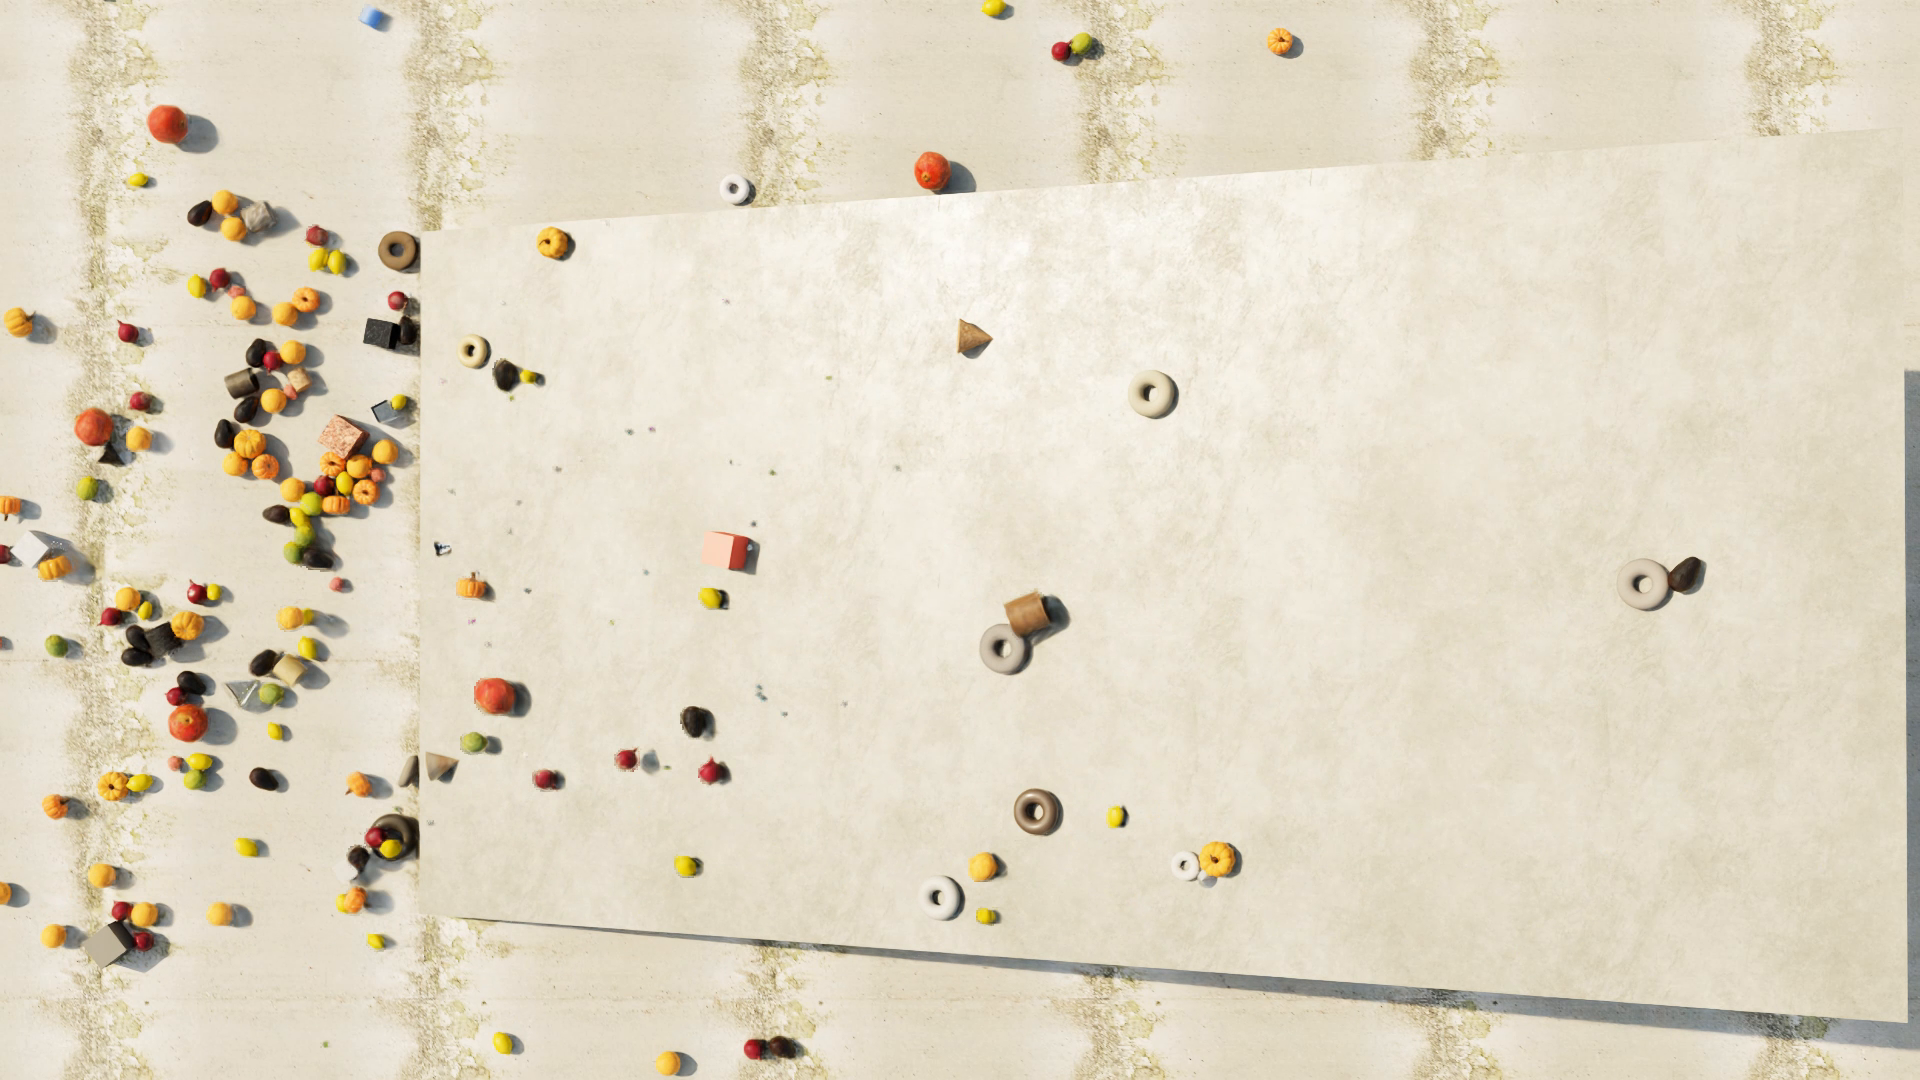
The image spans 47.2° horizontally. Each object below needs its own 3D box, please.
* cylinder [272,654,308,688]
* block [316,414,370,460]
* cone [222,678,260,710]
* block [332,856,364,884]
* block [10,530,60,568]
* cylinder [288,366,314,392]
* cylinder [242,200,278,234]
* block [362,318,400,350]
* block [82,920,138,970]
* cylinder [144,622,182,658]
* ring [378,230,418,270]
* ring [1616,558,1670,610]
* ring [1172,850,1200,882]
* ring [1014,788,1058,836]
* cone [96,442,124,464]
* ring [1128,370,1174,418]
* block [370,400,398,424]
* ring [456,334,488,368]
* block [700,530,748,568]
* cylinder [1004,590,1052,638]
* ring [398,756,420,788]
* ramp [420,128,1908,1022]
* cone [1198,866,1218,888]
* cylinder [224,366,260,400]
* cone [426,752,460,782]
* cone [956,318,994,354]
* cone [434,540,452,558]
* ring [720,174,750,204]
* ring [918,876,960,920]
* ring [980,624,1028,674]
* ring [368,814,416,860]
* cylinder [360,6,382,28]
[{"bbox_3d":[-1.978,0.385,6.499,0.072,0.072,0.072,40,89,0],"label":"cylinder"},{"bbox_3d":[-1.820,-0.303,6.496,0.096,0.096,0.096,34,89,0],"label":"block"},{"bbox_3d":[-2.116,0.437,6.513,0.095,0.095,0.095,-35,89,-27],"label":"cone"},{"bbox_3d":[-1.808,0.974,6.498,0.059,0.059,0.059,-31,89,0],"label":"block"},{"bbox_3d":[-2.733,0.028,6.499,0.080,0.080,0.080,40,89,0],"label":"block"},{"bbox_3d":[-1.955,-0.475,6.518,0.055,0.055,0.055,-30,89,0],"label":"cylinder"},{"bbox_3d":[-2.075,-0.955,6.514,0.074,0.074,0.074,-25,89,0],"label":"cylinder"},{"bbox_3d":[-1.713,-0.610,6.509,0.077,0.077,0.077,10,89,0],"label":"block"},{"bbox_3d":[-2.504,1.191,6.478,0.094,0.094,0.094,-37,89,0],"label":"block"},{"bbox_3d":[-2.352,0.296,6.495,0.081,0.081,0.081,-27,89,0],"label":"cylinder"},{"bbox_3d":[-1.668,-0.859,6.531,0.120,0.040,0.120,0,88,0],"label":"ring"},{"bbox_3d":[1.586,0.102,5.107,0.120,0.040,0.120,0,90,22],"label":"ring"},{"bbox_3d":[0.567,0.819,5.529,0.077,0.026,0.077,-1,88,23],"label":"ring"},{"bbox_3d":[0.196,0.701,5.677,0.122,0.041,0.122,0,90,22],"label":"ring"},{"bbox_3d":[-2.510,-0.242,6.526,0.074,0.074,0.074,34,89,-27],"label":"cone"},{"bbox_3d":[0.483,-0.371,5.571,0.122,0.041,0.122,0,90,22],"label":"ring"},{"bbox_3d":[-1.705,-0.379,6.518,0.053,0.053,0.053,-27,89,0],"label":"block"},{"bbox_3d":[-1.413,-0.547,6.366,0.099,0.033,0.099,0,90,22],"label":"ring"},{"bbox_3d":[-0.643,0.027,6.008,0.088,0.088,0.088,11,94,22],"label":"block"},{"bbox_3d":[0.176,0.190,5.652,0.095,0.095,0.095,-23,89,8],"label":"cylinder"},{"bbox_3d":[-1.624,0.682,6.481,0.035,0.104,0.104,24,89,-9],"label":"ring"},{"bbox_3d":[0.283,0.086,5.724,4.000,0.100,2.000,0,89,23],"label":"ramp"},{"bbox_3d":[0.611,0.847,5.495,0.054,0.054,0.054,0,89,23],"label":"cone"},{"bbox_3d":[-2.125,-0.464,6.508,0.075,0.075,0.075,-21,89,0],"label":"cylinder"},{"bbox_3d":[-1.495,0.648,6.380,0.092,0.092,0.092,-11,89,-5],"label":"cone"},{"bbox_3d":[0.043,-0.530,5.755,0.095,0.095,0.095,4,89,-4],"label":"cone"},{"bbox_3d":[-1.499,0.022,6.400,0.051,0.051,0.051,-12,89,-5],"label":"cone"},{"bbox_3d":[-0.671,-1.043,6.538,0.089,0.030,0.089,0,91,-1],"label":"ring"},{"bbox_3d":[-0.056,0.940,5.779,0.119,0.040,0.119,-1,88,23],"label":"ring"},{"bbox_3d":[0.113,0.283,5.715,0.133,0.044,0.133,0,90,22],"label":"ring"},{"bbox_3d":[-1.679,0.879,6.506,0.141,0.047,0.141,0,89,1],"label":"ring"},{"bbox_3d":[-1.750,-1.553,6.533,0.051,0.051,0.051,28,89,0],"label":"cylinder"}]
